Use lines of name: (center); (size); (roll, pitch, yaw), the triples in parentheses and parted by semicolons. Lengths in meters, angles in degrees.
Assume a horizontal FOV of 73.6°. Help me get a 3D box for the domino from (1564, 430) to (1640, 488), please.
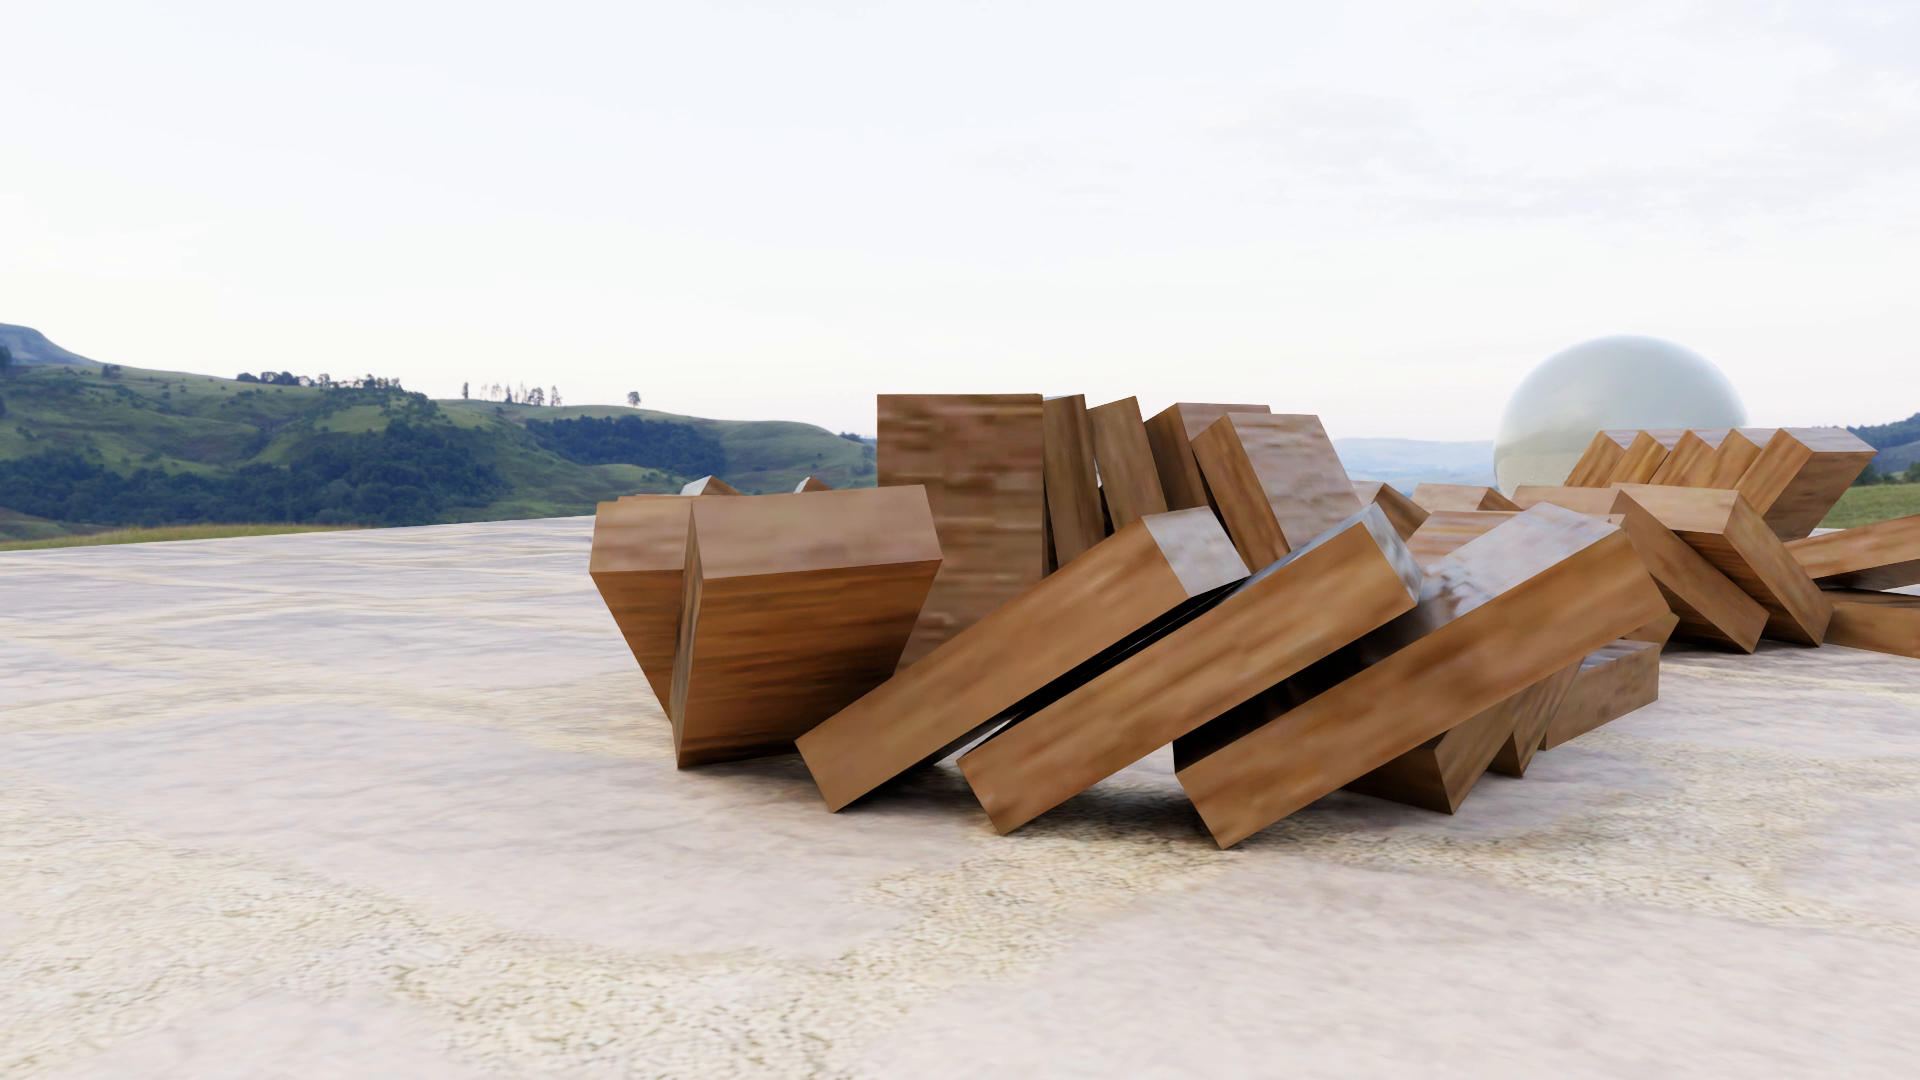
domino: (0.173, -0.007, 0.351); (0.025, 0.050, 0.009); (-2, 40, -27)

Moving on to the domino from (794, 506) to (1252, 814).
domino: (0.007, 0.014, 0.150); (0.050, 0.010, 0.025); (-35, -11, 24)

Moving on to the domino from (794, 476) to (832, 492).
domino: (-0.011, 0.005, 0.251); (0.050, 0.009, 0.025); (32, -7, -10)

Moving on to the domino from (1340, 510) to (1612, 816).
domino: (0.063, 0.014, 0.168); (0.050, 0.009, 0.025); (-39, 27, -32)

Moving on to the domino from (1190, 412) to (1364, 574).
domino: (0.060, 0.002, 0.217); (0.025, 0.050, 0.009); (-3, -26, -39)

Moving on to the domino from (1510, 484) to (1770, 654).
domino: (0.138, 0.006, 0.263); (0.050, 0.010, 0.025); (32, -8, -21)

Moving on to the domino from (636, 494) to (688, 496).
domino: (-0.032, 0.009, 0.214); (0.025, 0.009, 0.050); (2, -28, 22)

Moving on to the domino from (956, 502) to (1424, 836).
domino: (0.026, 0.014, 0.142); (0.050, 0.009, 0.025); (-34, -7, 21)

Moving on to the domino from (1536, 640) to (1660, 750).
domino: (0.090, 0.023, 0.204); (0.025, 0.009, 0.050); (4, 6, 44)

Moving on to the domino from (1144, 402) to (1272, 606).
domino: (0.051, 0.001, 0.228); (0.025, 0.050, 0.010); (-3, -18, -38)

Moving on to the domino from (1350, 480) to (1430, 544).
domino: (0.097, 0.005, 0.259); (0.050, 0.009, 0.025); (33, 0, -8)

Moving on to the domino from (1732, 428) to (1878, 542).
domino: (0.193, -0.004, 0.309); (0.025, 0.050, 0.009); (-2, 40, -27)

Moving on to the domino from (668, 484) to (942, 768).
domino: (-0.021, 0.012, 0.154); (0.025, 0.010, 0.050); (-5, -30, -18)

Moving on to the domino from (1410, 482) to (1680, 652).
domino: (0.117, 0.006, 0.261); (0.050, 0.010, 0.025); (31, -2, -11)

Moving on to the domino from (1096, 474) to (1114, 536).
domino: (0.045, 0.005, 0.257); (0.050, 0.009, 0.025); (35, 1, -6)

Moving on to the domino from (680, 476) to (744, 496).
domino: (-0.030, 0.006, 0.242); (0.050, 0.010, 0.025); (32, -13, -18)

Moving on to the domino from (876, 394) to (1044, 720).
domino: (0.000, 0.002, 0.200); (0.025, 0.050, 0.009); (0, 6, 0)

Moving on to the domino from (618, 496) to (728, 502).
domino: (-0.032, 0.010, 0.193); (0.025, 0.009, 0.050); (0, -29, 6)

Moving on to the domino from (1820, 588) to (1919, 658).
domino: (0.199, 0.018, 0.269); (0.025, 0.009, 0.050); (-1, 4, -14)

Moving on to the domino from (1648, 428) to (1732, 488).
domino: (0.184, -0.005, 0.331); (0.025, 0.050, 0.010); (-2, 40, -27)

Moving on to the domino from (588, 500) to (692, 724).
domino: (-0.031, 0.011, 0.173); (0.025, 0.010, 0.050); (-2, -29, -1)

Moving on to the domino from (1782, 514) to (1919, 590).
domino: (0.207, 0.004, 0.289); (0.025, 0.009, 0.050); (12, -21, -36)

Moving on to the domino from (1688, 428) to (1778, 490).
domino: (0.189, -0.005, 0.320); (0.025, 0.050, 0.009); (-2, 40, -27)

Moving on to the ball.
ball: (0.226, -0.031, 0.441); (0.080, 0.080, 0.080); (0, 4, 0)

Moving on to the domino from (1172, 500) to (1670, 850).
domino: (0.048, 0.014, 0.142); (0.050, 0.009, 0.025); (-32, 2, 11)

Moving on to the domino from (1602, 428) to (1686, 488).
domino: (0.179, -0.006, 0.341); (0.025, 0.050, 0.009); (-2, 40, -27)

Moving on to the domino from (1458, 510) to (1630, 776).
domino: (0.076, 0.013, 0.185); (0.025, 0.009, 0.050); (3, 33, 43)

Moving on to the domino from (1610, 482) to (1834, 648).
domino: (0.157, 0.005, 0.267); (0.050, 0.009, 0.025); (33, -12, -31)

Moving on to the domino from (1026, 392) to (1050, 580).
domino: (0.001, 0.001, 0.217); (0.025, 0.050, 0.010); (3, 13, 31)

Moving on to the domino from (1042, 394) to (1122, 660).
domino: (0.016, 0.000, 0.228); (0.009, 0.050, 0.025); (-12, 8, -19)

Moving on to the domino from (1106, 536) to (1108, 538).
domino: (0.028, 0.005, 0.256); (0.050, 0.009, 0.025); (35, 1, -6)

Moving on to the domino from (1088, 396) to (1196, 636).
domino: (0.033, 0.000, 0.230); (0.010, 0.050, 0.025); (-16, 3, 7)
